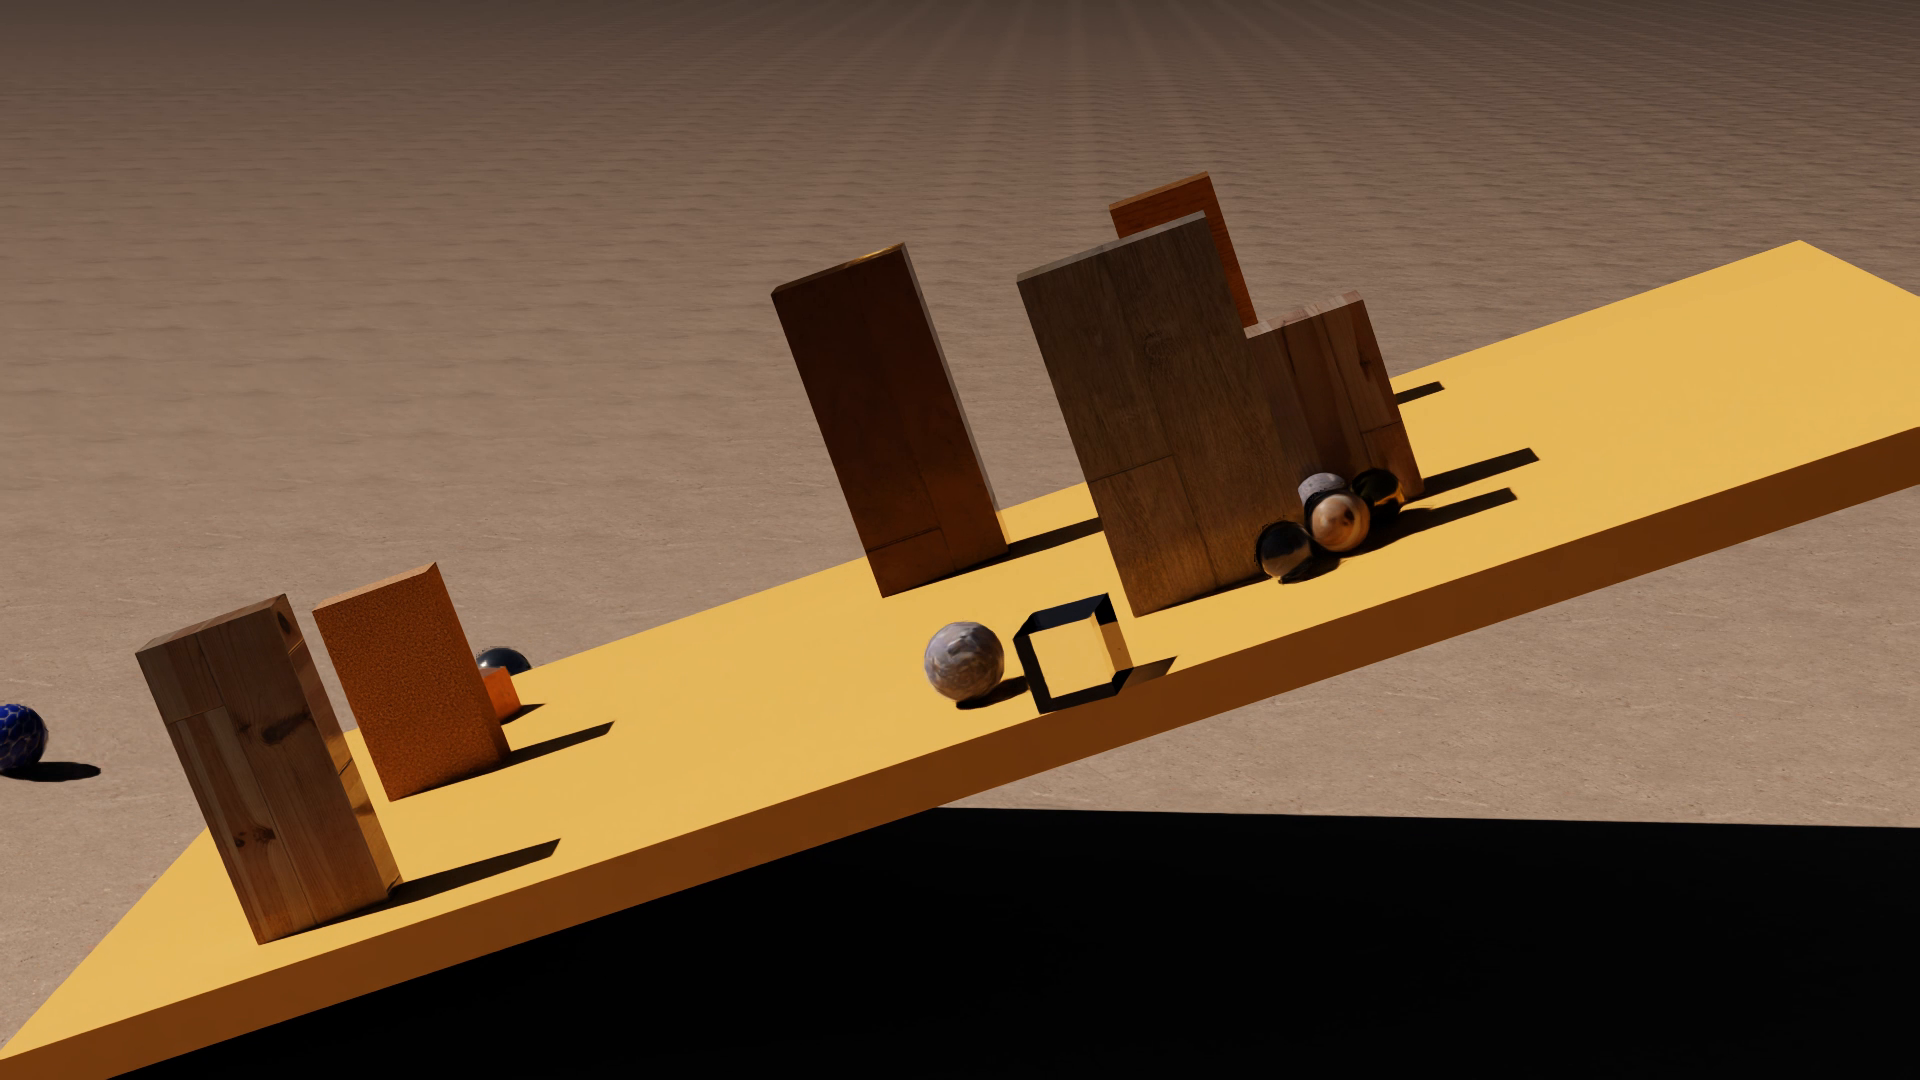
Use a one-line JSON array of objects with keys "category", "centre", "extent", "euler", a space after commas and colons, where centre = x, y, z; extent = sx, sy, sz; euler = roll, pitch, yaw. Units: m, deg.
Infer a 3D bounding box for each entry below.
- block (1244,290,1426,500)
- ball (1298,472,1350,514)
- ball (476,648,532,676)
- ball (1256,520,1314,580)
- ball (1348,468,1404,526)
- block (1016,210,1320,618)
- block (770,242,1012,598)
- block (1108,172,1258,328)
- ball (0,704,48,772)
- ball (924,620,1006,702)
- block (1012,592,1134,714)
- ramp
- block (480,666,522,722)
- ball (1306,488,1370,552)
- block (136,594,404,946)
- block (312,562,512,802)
[{"category": "block", "centre": [0.700, -0.243, 5.959], "extent": [0.363, 0.416, 0.141], "euler": [-19, 11, 6]}, {"category": "ball", "centre": [0.727, -0.073, 5.861], "extent": [0.122, 0.122, 0.122], "euler": [0, 12, 0]}, {"category": "ball", "centre": [-1.282, 0.393, 8.224], "extent": [0.183, 0.183, 0.183], "euler": [0, 12, 0]}, {"category": "ball", "centre": [0.621, 0.019, 5.624], "extent": [0.113, 0.113, 0.113], "euler": [0, 12, 0]}, {"category": "ball", "centre": [0.818, -0.085, 5.789], "extent": [0.111, 0.111, 0.111], "euler": [0, 12, 0]}, {"category": "block", "centre": [0.406, -0.243, 5.729], "extent": [0.381, 0.700, 0.121], "euler": [-19, 11, 6]}, {"category": "block", "centre": [-0.153, -0.273, 6.735], "extent": [0.312, 0.743, 0.135], "euler": [-19, 11, 6]}, {"category": "block", "centre": [0.571, -0.519, 6.929], "extent": [0.243, 0.642, 0.126], "euler": [-19, 11, 6]}, {"category": "ball", "centre": [-2.473, 0.516, 7.679], "extent": [0.175, 0.175, 0.175], "euler": [0, 12, 0]}, {"category": "ball", "centre": [0.009, 0.230, 5.571], "extent": [0.154, 0.154, 0.154], "euler": [0, 12, 0]}, {"category": "block", "centre": [0.207, 0.206, 5.345], "extent": [0.151, 0.151, 0.151], "euler": [-16, 12, 20]}, {"category": "ramp", "centre": [0.111, 0.179, 6.301], "extent": [4.000, 0.100, 2.000], "euler": [-19, 11, 6]}, {"category": "block", "centre": [-1.126, 0.376, 6.948], "extent": [0.113, 0.113, 0.113], "euler": [-29, 14, -39]}, {"category": "ball", "centre": [0.730, -0.037, 5.672], "extent": [0.123, 0.123, 0.123], "euler": [0, 12, 0]}, {"category": "block", "centre": [-1.324, 0.442, 5.658], "extent": [0.278, 0.616, 0.113], "euler": [-19, 11, 6]}, {"category": "block", "centre": [-1.207, 0.313, 6.486], "extent": [0.269, 0.460, 0.106], "euler": [-19, 11, 6]}]
